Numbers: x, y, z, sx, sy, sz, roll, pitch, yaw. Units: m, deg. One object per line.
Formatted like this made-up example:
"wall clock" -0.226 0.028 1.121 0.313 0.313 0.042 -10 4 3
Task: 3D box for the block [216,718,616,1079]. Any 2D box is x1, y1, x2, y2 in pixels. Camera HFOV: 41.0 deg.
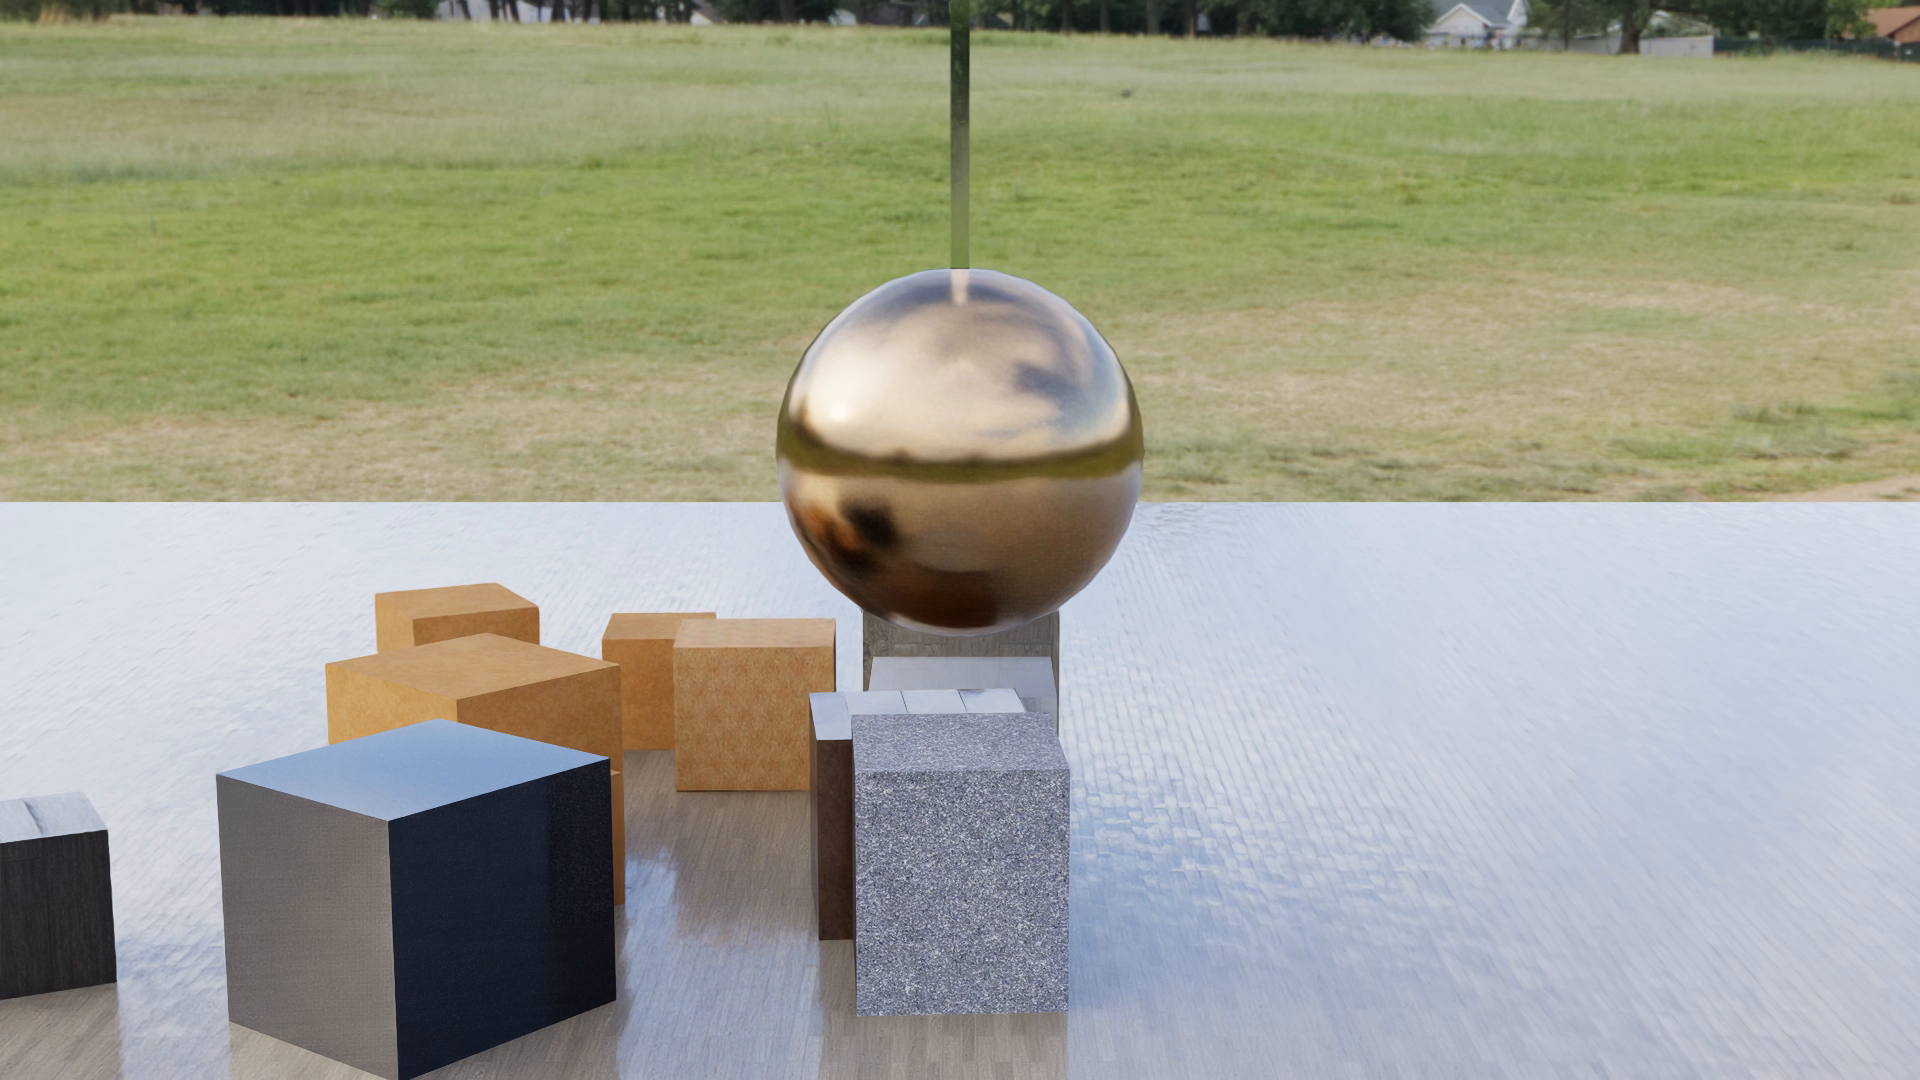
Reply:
"block" -2.032 1.314 9.655 0.980 0.960 1.059 8 13 38

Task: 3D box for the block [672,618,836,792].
"block" -1.025 0.825 12.987 0.786 0.731 0.678 0 10 -2

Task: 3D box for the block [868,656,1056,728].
"block" 0.009 1.016 11.734 0.832 0.803 0.803 0 10 0

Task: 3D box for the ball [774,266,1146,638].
"ball" 0.000 -0.380 11.111 1.600 1.600 1.600 0 10 0

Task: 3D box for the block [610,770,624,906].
"block" -1.834 1.281 10.909 0.524 0.577 0.599 9 14 42

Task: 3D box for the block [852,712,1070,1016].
"block" -0.014 1.248 10.047 0.800 0.951 0.873 -1 10 -3

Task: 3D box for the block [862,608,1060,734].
"block" 0.007 0.739 12.595 0.925 1.040 0.968 0 10 0

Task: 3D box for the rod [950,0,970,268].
"rod" 0.000 -3.725 10.503 0.080 5.200 0.080 0 10 0

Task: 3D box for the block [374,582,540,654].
"block" -2.676 0.687 13.684 0.674 0.752 0.742 -5 12 -27

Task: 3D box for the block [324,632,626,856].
"block" -2.189 0.996 11.600 0.985 0.891 0.895 9 14 42

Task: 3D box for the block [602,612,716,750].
"block" -1.603 0.750 13.772 0.567 0.596 0.672 0 10 -3

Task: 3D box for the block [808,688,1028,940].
"block" -0.168 1.146 10.893 0.905 0.848 0.811 -1 10 -5

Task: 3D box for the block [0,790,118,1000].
"block" -3.752 1.406 10.097 0.706 0.621 0.610 -5 12 -27
